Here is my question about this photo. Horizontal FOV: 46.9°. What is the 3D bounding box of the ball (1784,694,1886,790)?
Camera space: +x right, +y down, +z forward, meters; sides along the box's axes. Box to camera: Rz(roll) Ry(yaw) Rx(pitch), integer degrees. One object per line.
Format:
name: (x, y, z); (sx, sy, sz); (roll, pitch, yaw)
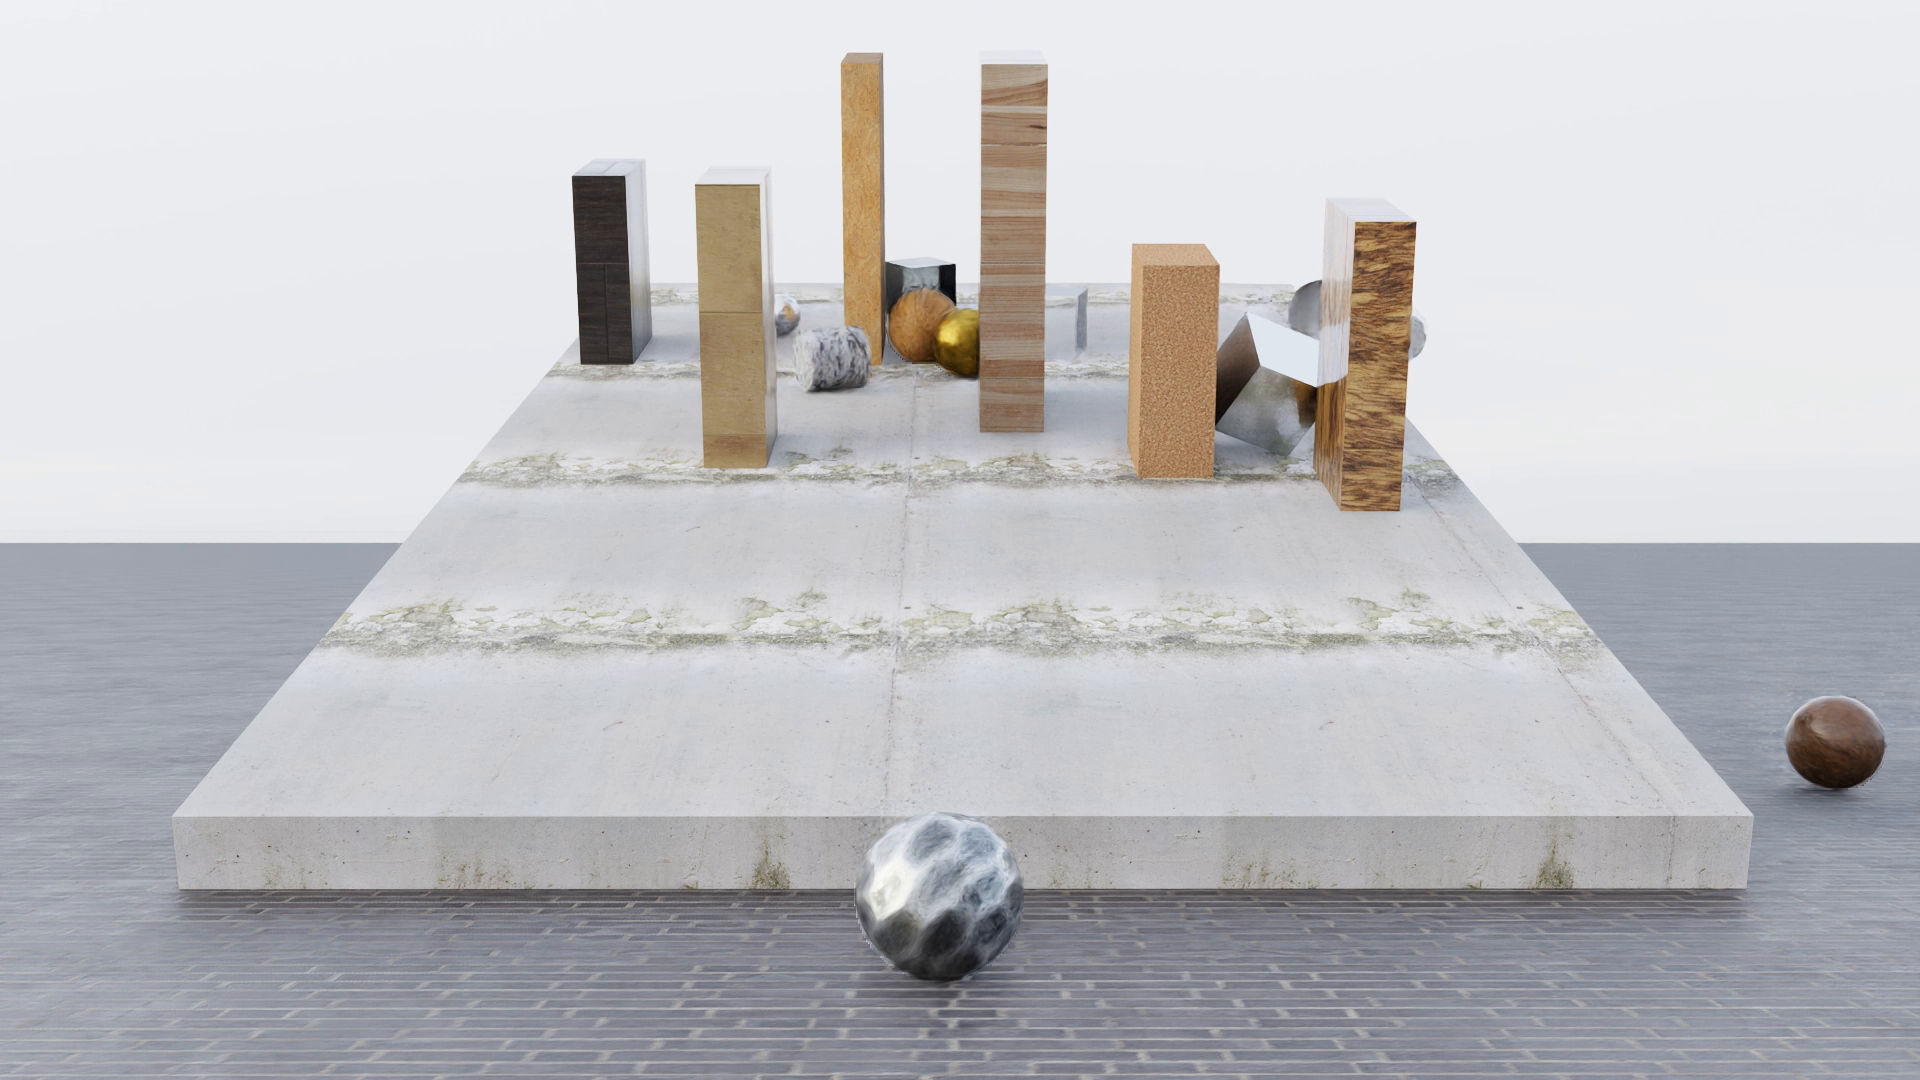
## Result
ball: (1.557, 0.360, 3.936); (0.167, 0.167, 0.167); (0, 0, 0)

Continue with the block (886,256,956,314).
block: (-0.110, -0.697, 6.123); (0.143, 0.143, 0.143); (-11, 19, -32)

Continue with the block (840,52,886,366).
block: (-0.240, -0.836, 5.544); (0.091, 0.733, 0.376); (0, 16, 0)

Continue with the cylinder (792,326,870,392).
cylinder: (-0.302, -0.427, 5.197); (0.143, 0.143, 0.143); (-7, 3, -23)

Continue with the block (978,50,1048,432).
block: (0.112, -0.668, 4.882); (0.138, 0.782, 0.426); (0, 16, 0)

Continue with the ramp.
ramp: (-0.002, -0.163, 4.728); (2.000, 0.100, 4.000); (0, 16, 0)

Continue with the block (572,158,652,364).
block: (-0.874, -0.708, 5.583); (0.130, 0.465, 0.366); (0, 16, 0)

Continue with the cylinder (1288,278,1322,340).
cylinder: (0.965, -0.588, 5.676); (0.183, 0.183, 0.183); (0, 13, 34)

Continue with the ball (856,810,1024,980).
ball: (-0.020, 0.361, 2.251); (0.170, 0.170, 0.170); (0, 0, 0)

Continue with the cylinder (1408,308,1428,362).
cylinder: (1.193, -0.557, 5.982); (0.139, 0.139, 0.139); (0, 12, 15)

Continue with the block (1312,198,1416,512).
block: (0.775, -0.364, 4.262); (0.112, 0.547, 0.333); (0, 16, 0)

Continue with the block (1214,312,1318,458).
block: (0.632, -0.320, 4.558); (0.182, 0.182, 0.182); (19, 38, -20)

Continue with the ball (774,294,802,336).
ball: (-0.474, -0.594, 5.825); (0.111, 0.111, 0.111); (0, 0, 0)

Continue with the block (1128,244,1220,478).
block: (0.430, -0.369, 4.493); (0.150, 0.427, 0.284); (0, 16, 0)

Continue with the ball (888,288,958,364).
ball: (-0.087, -0.530, 5.479); (0.184, 0.184, 0.184); (0, 0, 0)

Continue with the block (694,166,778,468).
block: (-0.456, -0.463, 4.551); (0.127, 0.574, 0.303); (0, 16, 0)

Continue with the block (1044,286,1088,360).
block: (0.229, -0.551, 5.596); (0.158, 0.158, 0.158); (4, 17, 13)

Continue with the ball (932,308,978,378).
ball: (0.016, -0.475, 5.324); (0.164, 0.164, 0.164); (0, 0, 0)
